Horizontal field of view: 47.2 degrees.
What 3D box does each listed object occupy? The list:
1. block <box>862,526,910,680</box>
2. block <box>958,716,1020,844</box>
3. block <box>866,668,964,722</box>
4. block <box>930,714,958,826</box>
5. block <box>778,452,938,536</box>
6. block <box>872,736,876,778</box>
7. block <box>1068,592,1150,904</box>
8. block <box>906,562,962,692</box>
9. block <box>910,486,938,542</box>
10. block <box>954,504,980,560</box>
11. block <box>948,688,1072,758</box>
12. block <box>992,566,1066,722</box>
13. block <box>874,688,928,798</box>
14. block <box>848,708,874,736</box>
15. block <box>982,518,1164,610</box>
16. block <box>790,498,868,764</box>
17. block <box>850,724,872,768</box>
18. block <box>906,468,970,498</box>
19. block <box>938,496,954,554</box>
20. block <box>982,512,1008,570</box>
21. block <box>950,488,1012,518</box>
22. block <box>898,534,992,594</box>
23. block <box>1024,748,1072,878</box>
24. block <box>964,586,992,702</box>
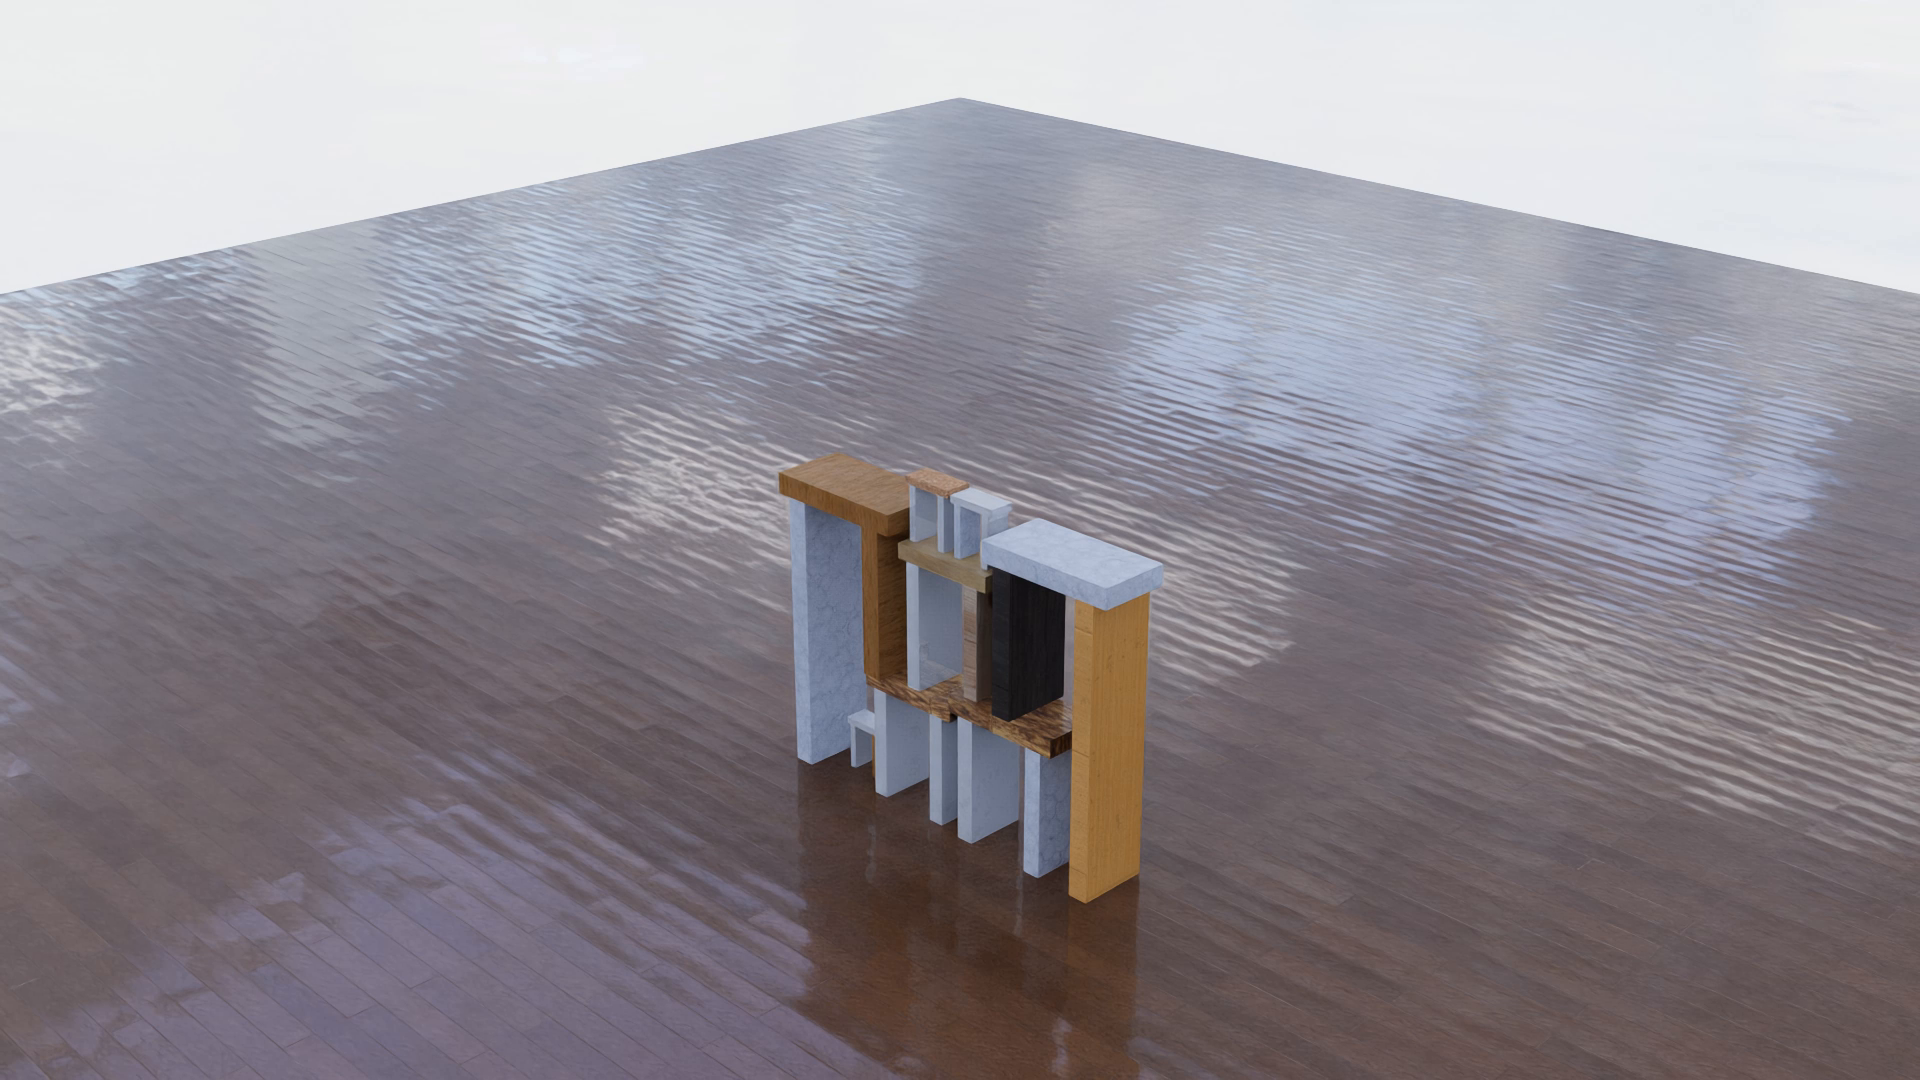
[{"bbox_3d":[-0.120,0.105,4.400,0.046,0.321,0.161,21,31,41],"label":"block"},{"bbox_3d":[0.057,0.453,4.348,0.038,0.270,0.135,21,31,41],"label":"block"},{"bbox_3d":[-0.063,0.293,4.412,0.240,0.034,0.120,21,31,41],"label":"block"},{"bbox_3d":[-0.006,0.441,4.414,0.034,0.240,0.120,21,31,41],"label":"block"},{"bbox_3d":[-0.196,-0.094,4.398,0.161,0.046,0.321,-22,31,-40],"label":"block"},{"bbox_3d":[-0.160,0.444,4.588,0.014,0.099,0.049,21,31,41],"label":"block"},{"bbox_3d":[0.276,0.374,4.089,0.044,0.617,0.154,21,31,41],"label":"block"},{"bbox_3d":[-0.050,0.155,4.347,0.034,0.271,0.118,21,31,41],"label":"block"},{"bbox_3d":[-0.071,-0.059,4.270,0.016,0.116,0.058,21,31,41],"label":"block"},{"bbox_3d":[0.014,-0.023,4.193,0.016,0.110,0.055,21,31,41],"label":"block"},{"bbox_3d":[0.121,0.336,4.230,0.270,0.038,0.135,21,31,41],"label":"block"},{"bbox_3d":[0.131,0.175,4.163,0.044,0.309,0.154,21,31,41],"label":"block"},{"bbox_3d":[-0.119,0.397,4.518,0.034,0.240,0.120,21,31,41],"label":"block"},{"bbox_3d":[-0.183,0.383,4.587,0.099,0.014,0.049,21,31,41],"label":"block"},{"bbox_3d":[0.203,0.042,4.027,0.309,0.044,0.154,21,31,41],"label":"block"},{"bbox_3d":[-0.272,0.172,4.593,0.046,0.596,0.161,21,31,41],"label":"block"},{"bbox_3d":[-0.207,0.426,4.631,0.014,0.099,0.049,21,31,41],"label":"block"},{"bbox_3d":[-0.044,-0.109,4.219,0.116,0.016,0.058,21,31,41],"label":"block"},{"bbox_3d":[-0.017,-0.038,4.220,0.016,0.116,0.058,21,31,41],"label":"block"},{"bbox_3d":[0.066,-0.003,4.146,0.016,0.110,0.055,21,31,41],"label":"block"},{"bbox_3d":[0.040,-0.071,4.145,0.055,0.016,0.110,-21,31,-41],"label":"block"},{"bbox_3d":[0.005,0.036,4.237,0.237,0.034,0.118,21,31,41],"label":"block"},{"bbox_3d":[0.184,0.502,4.231,0.038,0.270,0.135,21,31,41],"label":"block"},{"bbox_3d":[0.061,0.183,4.238,0.034,0.237,0.118,21,31,41],"label":"block"}]
